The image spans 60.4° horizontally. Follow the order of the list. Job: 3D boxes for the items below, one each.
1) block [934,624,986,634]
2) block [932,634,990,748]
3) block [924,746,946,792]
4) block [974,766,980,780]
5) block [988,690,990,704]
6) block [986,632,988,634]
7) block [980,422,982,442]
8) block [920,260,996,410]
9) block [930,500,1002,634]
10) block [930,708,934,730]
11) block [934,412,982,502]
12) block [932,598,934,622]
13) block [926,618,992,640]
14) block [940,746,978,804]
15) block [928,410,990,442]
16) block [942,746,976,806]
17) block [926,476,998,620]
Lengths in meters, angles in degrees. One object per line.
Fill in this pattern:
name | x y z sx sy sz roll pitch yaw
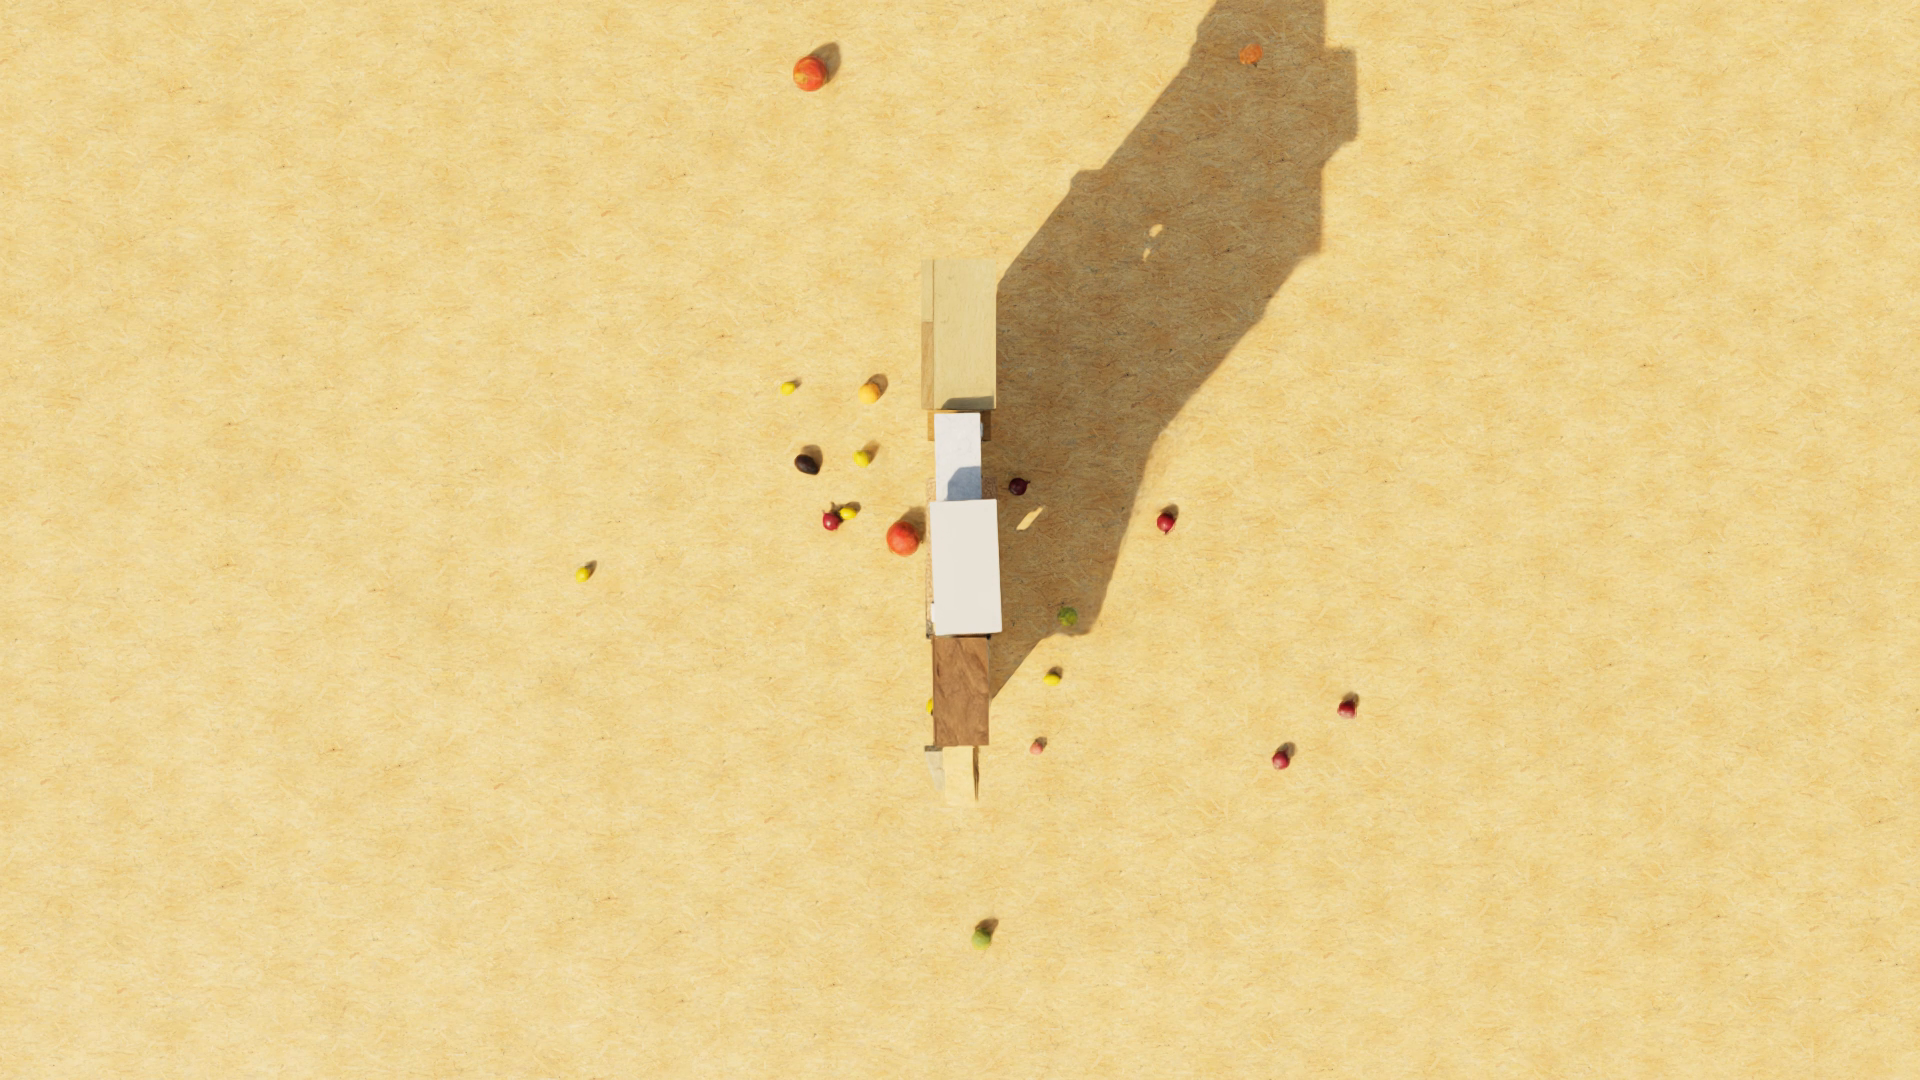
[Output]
block | 0.003 0.326 4.101 0.130 0.037 0.261 -1 98 0
block | 0.001 0.347 3.805 0.128 0.036 0.257 -1 98 0
block | -0.045 0.670 4.838 0.086 0.024 0.172 -4 130 14
block | 0.010 0.668 4.858 0.056 0.016 0.112 -18 126 15
block | 0.008 0.386 4.409 0.130 0.553 0.037 5 94 0
block | 0.002 0.234 4.240 0.131 0.261 0.037 -5 90 0
block | 0.001 -0.257 3.978 0.103 0.415 0.029 0 91 0
block | -0.004 -0.474 3.818 0.172 0.049 0.344 0 90 0
block | 0.013 0.060 3.663 0.147 0.042 0.293 -3 90 0
block | -0.002 0.419 3.964 0.128 0.257 0.036 -7 90 0
block | -0.004 -0.184 3.756 0.103 0.029 0.206 -1 90 0
block | 0.009 0.161 3.830 0.147 0.293 0.042 -1 90 0
block | -0.004 0.089 4.395 0.174 0.049 0.347 0 90 0
block | -0.001 0.674 4.920 0.113 0.032 0.226 0 95 0
block | -0.002 -0.415 4.209 0.161 0.046 0.322 0 90 0
block | -0.006 0.591 4.724 0.086 0.024 0.506 4 132 8
block | 0.005 0.021 4.001 0.172 0.049 0.345 -1 90 0
